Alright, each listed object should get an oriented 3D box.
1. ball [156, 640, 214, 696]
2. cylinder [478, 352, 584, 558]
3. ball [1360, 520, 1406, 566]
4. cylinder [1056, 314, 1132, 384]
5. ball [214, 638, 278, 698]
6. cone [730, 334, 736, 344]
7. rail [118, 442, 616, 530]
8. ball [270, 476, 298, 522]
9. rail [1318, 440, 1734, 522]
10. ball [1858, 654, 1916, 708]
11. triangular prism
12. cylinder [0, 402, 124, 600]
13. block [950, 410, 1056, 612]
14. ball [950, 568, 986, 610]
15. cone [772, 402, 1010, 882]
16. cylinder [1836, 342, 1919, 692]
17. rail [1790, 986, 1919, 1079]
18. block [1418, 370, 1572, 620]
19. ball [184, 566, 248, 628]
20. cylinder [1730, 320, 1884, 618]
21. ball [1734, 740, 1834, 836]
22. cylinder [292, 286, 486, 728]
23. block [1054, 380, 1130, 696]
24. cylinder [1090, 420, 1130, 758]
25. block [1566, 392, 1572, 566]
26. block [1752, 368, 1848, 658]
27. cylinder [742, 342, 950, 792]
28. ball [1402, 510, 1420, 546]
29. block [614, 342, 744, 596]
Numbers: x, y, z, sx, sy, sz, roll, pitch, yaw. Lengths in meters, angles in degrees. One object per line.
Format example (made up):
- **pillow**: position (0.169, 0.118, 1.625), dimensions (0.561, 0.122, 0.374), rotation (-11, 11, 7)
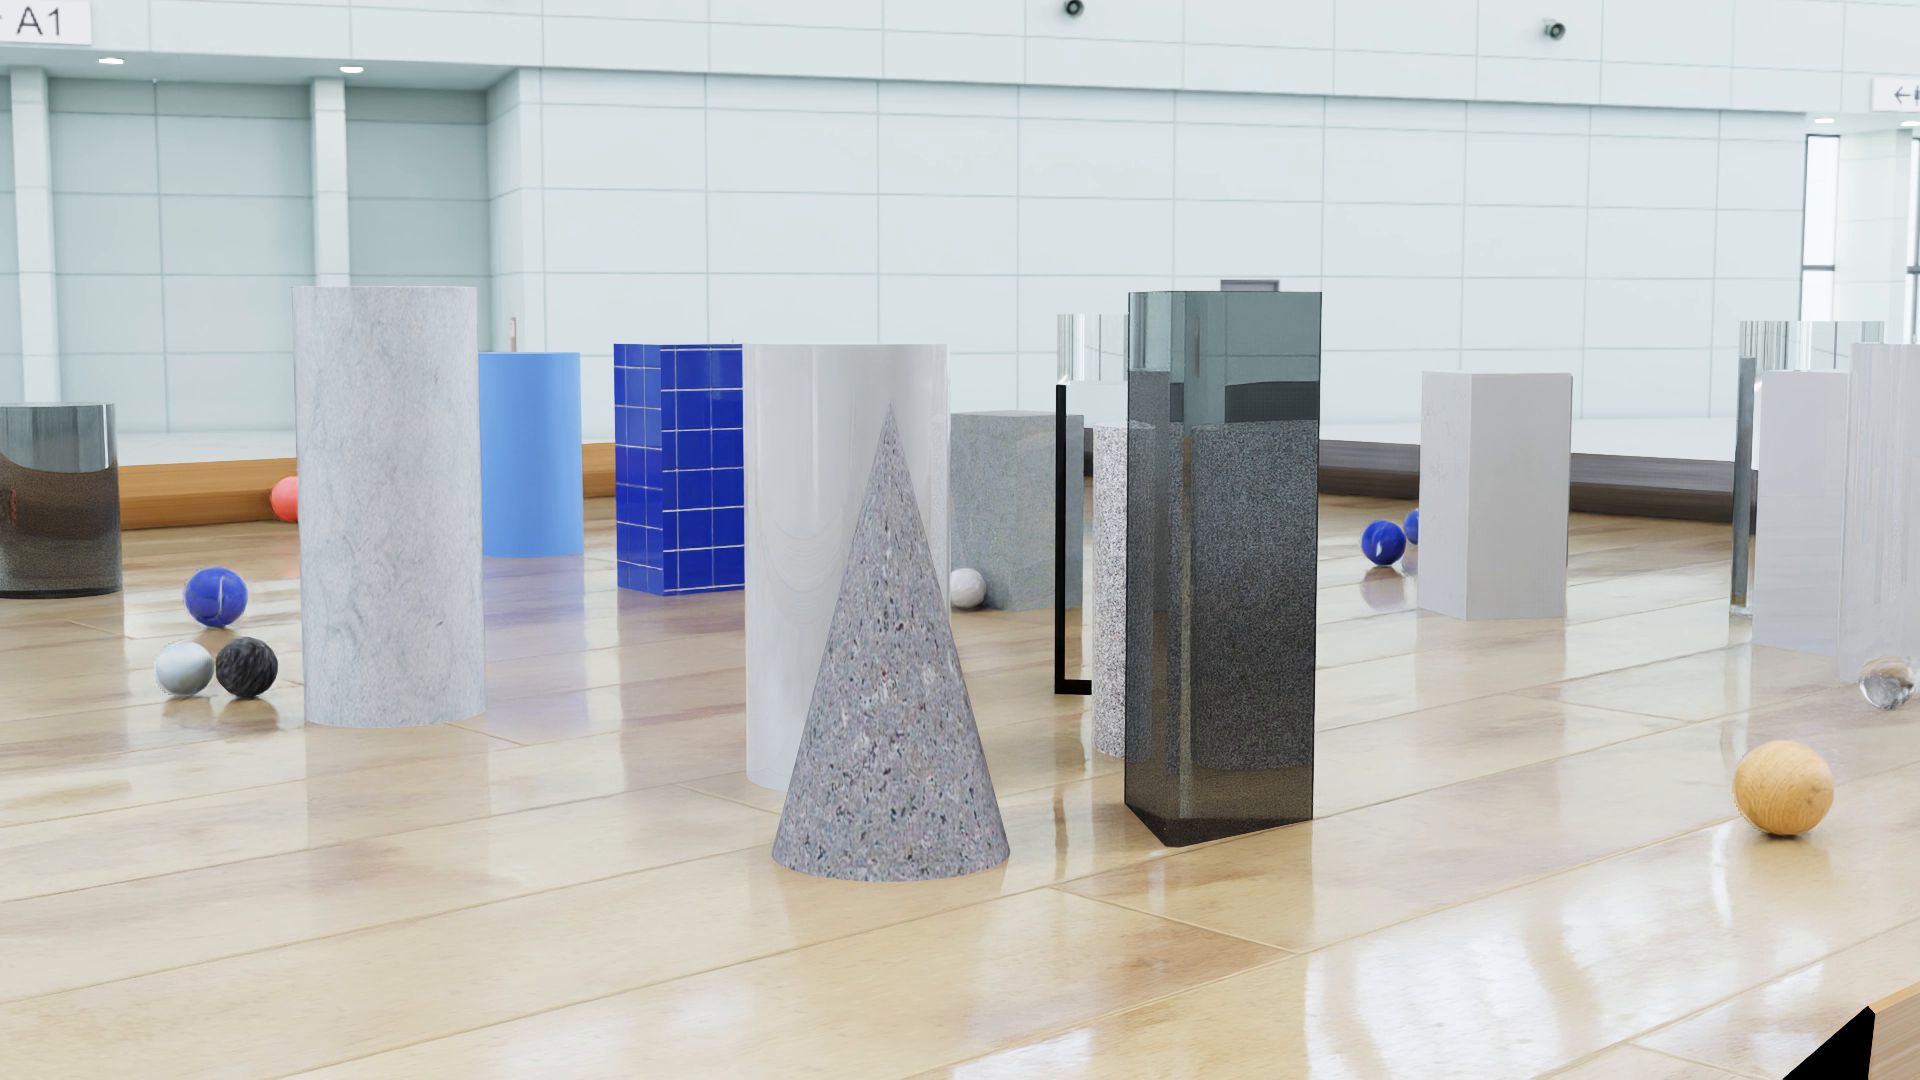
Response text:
- **ball**: position (-0.898, 0.149, 2.548), dimensions (0.063, 0.063, 0.063), rotation (0, 6, 0)
- **cylinder**: position (-0.796, -0.161, 4.052), dimensions (0.197, 0.367, 0.197), rotation (0, 6, 0)
- **ball**: position (0.741, 0.005, 3.844), dimensions (0.079, 0.079, 0.079), rotation (0, 6, 0)
- **cylinder**: position (0.298, -0.247, 4.541), dimensions (0.197, 0.436, 0.197), rotation (0, 6, 0)
- **ball**: position (-0.823, 0.147, 2.537), dimensions (0.069, 0.069, 0.069), rotation (0, 6, 0)
- **cone**: position (-0.450, -0.210, 4.377), dimensions (0.197, 0.398, 0.197), rotation (0, 6, 0)
- **rail**: position (-1.341, -0.118, 4.777), dimensions (4.128, 0.128, 0.045), rotation (-5, 8, -42)
- **ball**: position (-1.398, -0.086, 4.625), dimensions (0.098, 0.098, 0.098), rotation (0, 6, 0)
- **rail**: position (1.499, -0.110, 4.708), dimensions (0.045, 0.128, 4.001), rotation (-5, 8, -42)
- **ball**: position (1.040, 0.159, 2.468), dimensions (0.060, 0.060, 0.060), rotation (0, 6, 0)
- **triangular prism**: position (0.198, 0.015, 1.916), dimensions (0.170, 0.460, 0.148), rotation (-5, 8, -38)
- **cylinder**: position (-1.434, -0.066, 3.478), dimensions (0.197, 0.297, 0.197), rotation (0, 6, 0)
- **block**: position (0.082, -0.049, 3.350), dimensions (0.157, 0.289, 0.157), rotation (6, 8, 44)
- **ball**: position (0.007, 0.073, 3.278), dimensions (0.063, 0.063, 0.063), rotation (0, 6, 0)
- **cone**: position (-0.057, 0.071, 1.797), dimensions (0.197, 0.373, 0.197), rotation (0, 6, 0)
- **cylinder**: position (1.166, -0.033, 2.641), dimensions (0.197, 0.405, 0.197), rotation (0, 6, 0)
- **rail**: position (1.341, 0.184, 1.887), dimensions (4.128, 0.128, 0.045), rotation (-5, 8, -42)
- **block**: position (0.785, -0.070, 3.240), dimensions (0.157, 0.355, 0.157), rotation (-2, 6, -14)
- **ball**: position (-1.047, 0.080, 3.096), dimensions (0.086, 0.086, 0.086), rotation (0, 6, 0)
- **cylinder**: position (1.236, -0.105, 3.215), dimensions (0.197, 0.429, 0.197), rotation (0, 6, 0)
- **ball**: position (0.702, 0.211, 1.873), dimensions (0.080, 0.080, 0.080), rotation (0, 6, 0)
- **cylinder**: position (-0.628, -0.043, 2.426), dimensions (0.197, 0.469, 0.197), rotation (0, 6, 0)
- **block**: position (0.200, -0.006, 2.605), dimensions (0.157, 0.359, 0.157), rotation (1, 6, 9)
- **cylinder**: position (0.233, 0.047, 2.243), dimensions (0.197, 0.329, 0.197), rotation (0, 6, 0)
- **block**: position (0.947, -0.118, 3.808), dimensions (0.157, 0.332, 0.157), rotation (5, 8, 42)
- **block**: position (1.169, -0.040, 2.899), dimensions (0.157, 0.365, 0.157), rotation (-3, 7, -28)
- **cylinder**: position (-0.107, 0.019, 2.100), dimensions (0.197, 0.414, 0.197), rotation (0, 6, 0)
- **ball**: position (0.874, -0.024, 4.163), dimensions (0.071, 0.071, 0.071), rotation (0, 6, 0)
- **block**: position (-0.445, -0.118, 3.522), dimensions (0.157, 0.391, 0.157), rotation (-4, 7, -36)
